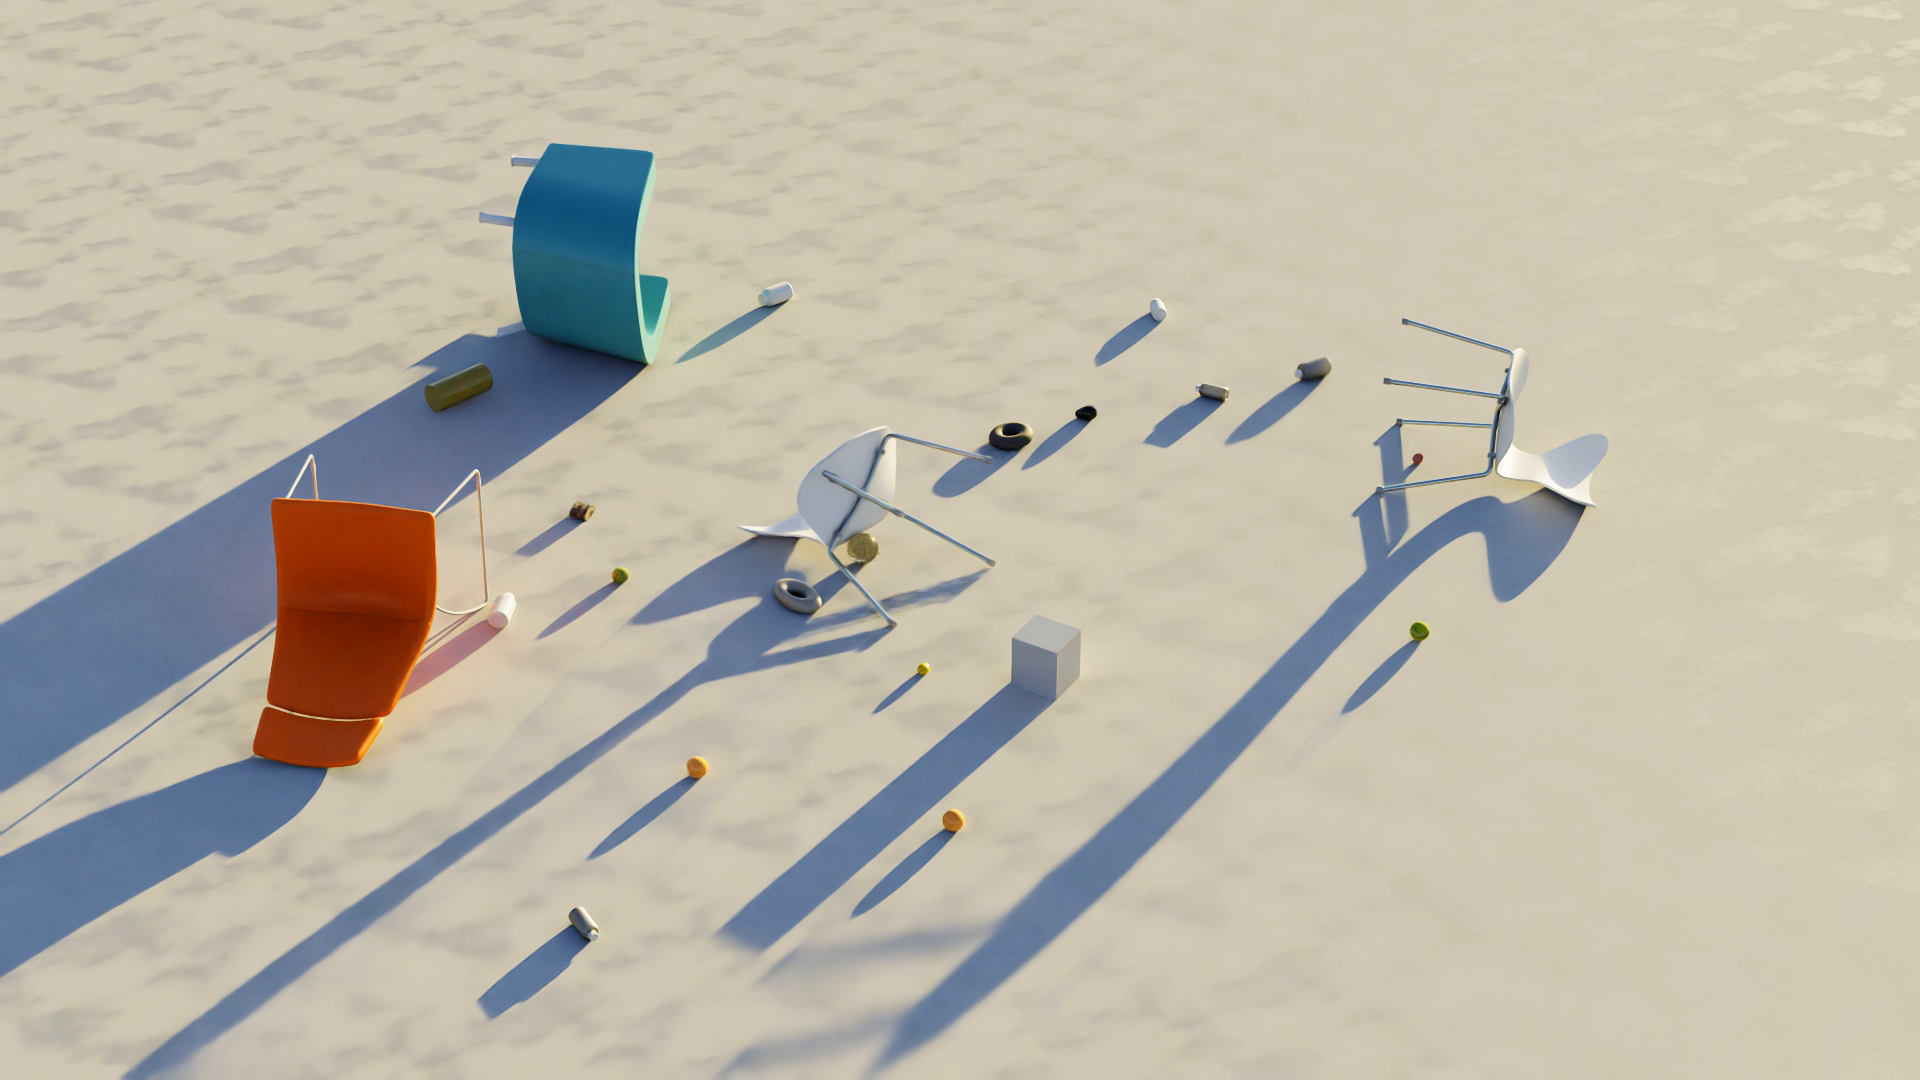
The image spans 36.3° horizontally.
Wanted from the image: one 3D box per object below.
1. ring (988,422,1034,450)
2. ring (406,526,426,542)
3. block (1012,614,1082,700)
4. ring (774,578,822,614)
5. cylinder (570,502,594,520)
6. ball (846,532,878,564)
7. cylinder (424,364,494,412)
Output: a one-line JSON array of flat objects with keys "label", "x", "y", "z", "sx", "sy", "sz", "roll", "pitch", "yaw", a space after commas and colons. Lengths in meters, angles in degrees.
[{"label": "ring", "x": 0.201, "y": -0.409, "z": 11.516, "sx": 0.184, "sy": 0.055, "sz": 0.155, "roll": -20, "pitch": 37, "yaw": -26}, {"label": "ring", "x": -2.035, "y": -0.025, "z": 10.962, "sx": 0.060, "sy": 0.022, "sz": 0.106, "roll": 16, "pitch": 37, "yaw": 21}, {"label": "block", "x": 0.298, "y": 0.406, "z": 10.148, "sx": 0.180, "sy": 0.199, "sz": 0.165, "roll": 19, "pitch": 38, "yaw": 26}, {"label": "ring", "x": -0.587, "y": 0.202, "z": 10.591, "sx": 0.131, "sy": 0.052, "sz": 0.226, "roll": -25, "pitch": 42, "yaw": -35}, {"label": "cylinder", "x": -1.427, "y": -0.111, "z": 11.074, "sx": 0.066, "sy": 0.042, "sz": 0.081, "roll": 13, "pitch": 38, "yaw": 19}, {"label": "ball", "x": -0.358, "y": 0.031, "z": 10.792, "sx": 0.116, "sy": 0.116, "sz": 0.116, "roll": 0, "pitch": 33, "yaw": 0}, {"label": "cylinder", "x": -2.012, "y": -0.613, "z": 11.769, "sx": 0.113, "sy": 0.116, "sz": 0.256, "roll": 24, "pitch": 39, "yaw": 39}]
